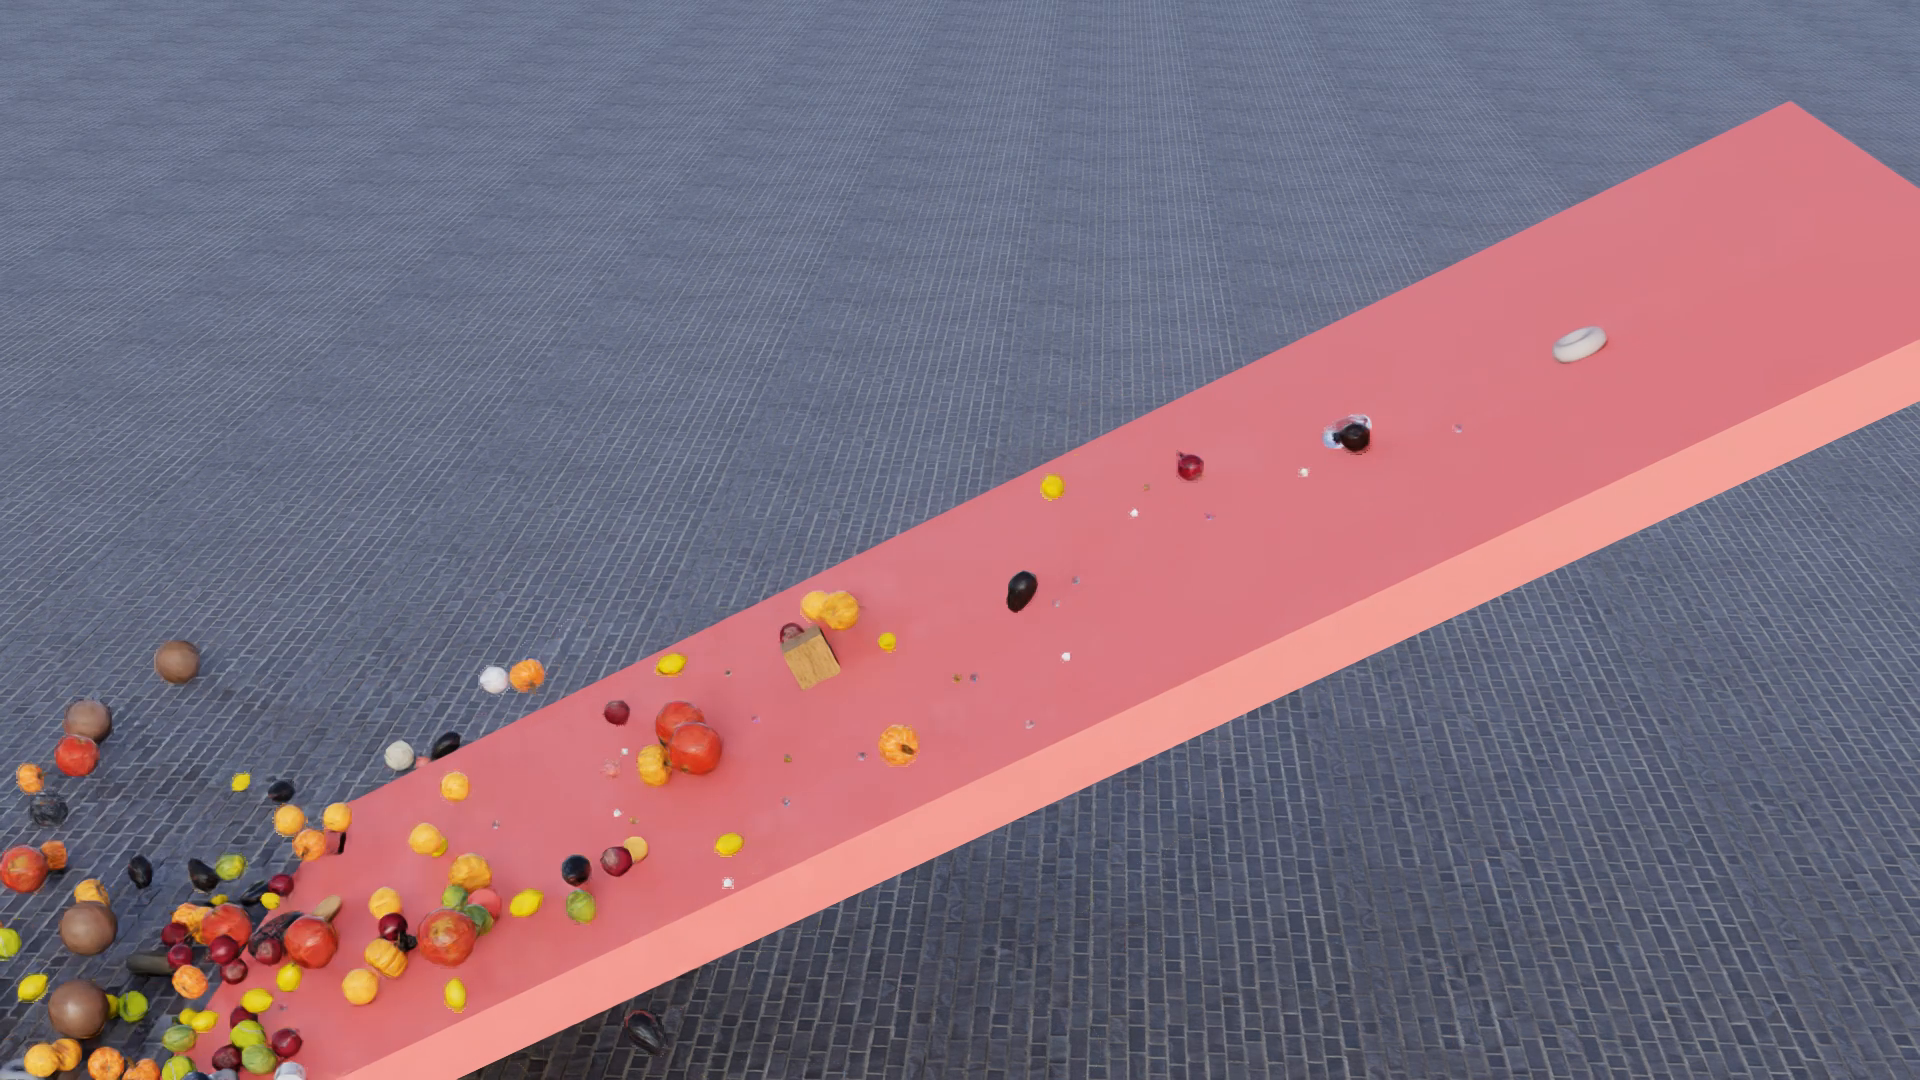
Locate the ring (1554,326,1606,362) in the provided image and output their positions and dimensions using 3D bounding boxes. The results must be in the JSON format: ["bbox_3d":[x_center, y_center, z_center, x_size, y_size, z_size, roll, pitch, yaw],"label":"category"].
[{"bbox_3d":[1.236,-0.390,5.868,0.112,0.037,0.112,-26,15,7],"label":"ring"}]

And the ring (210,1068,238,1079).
[{"bbox_3d":[-1.481,1.090,5.825,0.115,0.038,0.115,-28,13,7],"label":"ring"}]

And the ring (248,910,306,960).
[{"bbox_3d":[-1.538,0.890,6.631,0.147,0.049,0.147,-28,15,8],"label":"ring"}]

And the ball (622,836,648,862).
[{"bbox_3d":[-0.649,0.617,5.878,0.051,0.051,0.051,0,17,0],"label":"ball"}]

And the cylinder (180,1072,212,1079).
[{"bbox_3d":[-1.499,1.097,5.714,0.093,0.093,0.093,6,28,20],"label":"cylinder"}]

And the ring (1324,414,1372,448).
[{"bbox_3d":[0.805,-0.226,6.117,0.108,0.036,0.108,-26,15,7],"label":"ring"}]

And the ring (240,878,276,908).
[{"bbox_3d":[-1.698,0.854,7.120,0.098,0.033,0.098,-27,14,7],"label":"ring"}]

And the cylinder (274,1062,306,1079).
[{"bbox_3d":[-1.273,1.030,5.585,0.061,0.061,0.061,-2,13,-7],"label":"cylinder"}]

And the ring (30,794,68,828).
[{"bbox_3d":[-2.356,0.699,7.603,0.098,0.098,0.033,0,24,1],"label":"ring"}]

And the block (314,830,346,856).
[{"bbox_3d":[-1.524,0.732,7.120,0.052,0.052,0.052,15,-13,-32],"label":"block"}]

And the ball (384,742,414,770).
[{"bbox_3d":[-1.537,0.592,8.068,0.081,0.081,0.081,0,17,0],"label":"ball"}]

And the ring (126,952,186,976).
[{"bbox_3d":[-1.865,0.982,6.820,0.135,0.045,0.135,3,-2,0],"label":"ring"}]

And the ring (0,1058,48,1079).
[{"bbox_3d":[-2.016,1.146,6.338,0.103,0.034,0.103,-1,17,0],"label":"ring"}]

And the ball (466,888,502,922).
[{"bbox_3d":[-0.972,0.746,6.005,0.070,0.070,0.070,0,17,0],"label":"ball"}]

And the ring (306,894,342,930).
[{"bbox_3d":[-1.433,0.838,6.624,0.098,0.033,0.098,-40,11,9],"label":"ring"}]

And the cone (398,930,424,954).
[{"bbox_3d":[-1.139,0.834,6.106,0.053,0.053,0.053,-3,17,-11],"label":"cone"}]

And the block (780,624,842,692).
[{"bbox_3d":[-0.328,0.258,6.453,0.096,0.096,0.096,-29,14,-1],"label":"block"}]

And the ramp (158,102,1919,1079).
[{"bbox_3d":[0.140,0.167,6.281,4.000,0.100,2.000,-26,14,10],"label":"ramp"}]

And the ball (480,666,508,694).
[{"bbox_3d":[-1.115,0.335,7.050,0.067,0.067,0.067,0,17,0],"label":"ball"}]

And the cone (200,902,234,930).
[{"bbox_3d":[-1.773,0.904,7.057,0.071,0.071,0.071,-1,16,16],"label":"cone"}]
